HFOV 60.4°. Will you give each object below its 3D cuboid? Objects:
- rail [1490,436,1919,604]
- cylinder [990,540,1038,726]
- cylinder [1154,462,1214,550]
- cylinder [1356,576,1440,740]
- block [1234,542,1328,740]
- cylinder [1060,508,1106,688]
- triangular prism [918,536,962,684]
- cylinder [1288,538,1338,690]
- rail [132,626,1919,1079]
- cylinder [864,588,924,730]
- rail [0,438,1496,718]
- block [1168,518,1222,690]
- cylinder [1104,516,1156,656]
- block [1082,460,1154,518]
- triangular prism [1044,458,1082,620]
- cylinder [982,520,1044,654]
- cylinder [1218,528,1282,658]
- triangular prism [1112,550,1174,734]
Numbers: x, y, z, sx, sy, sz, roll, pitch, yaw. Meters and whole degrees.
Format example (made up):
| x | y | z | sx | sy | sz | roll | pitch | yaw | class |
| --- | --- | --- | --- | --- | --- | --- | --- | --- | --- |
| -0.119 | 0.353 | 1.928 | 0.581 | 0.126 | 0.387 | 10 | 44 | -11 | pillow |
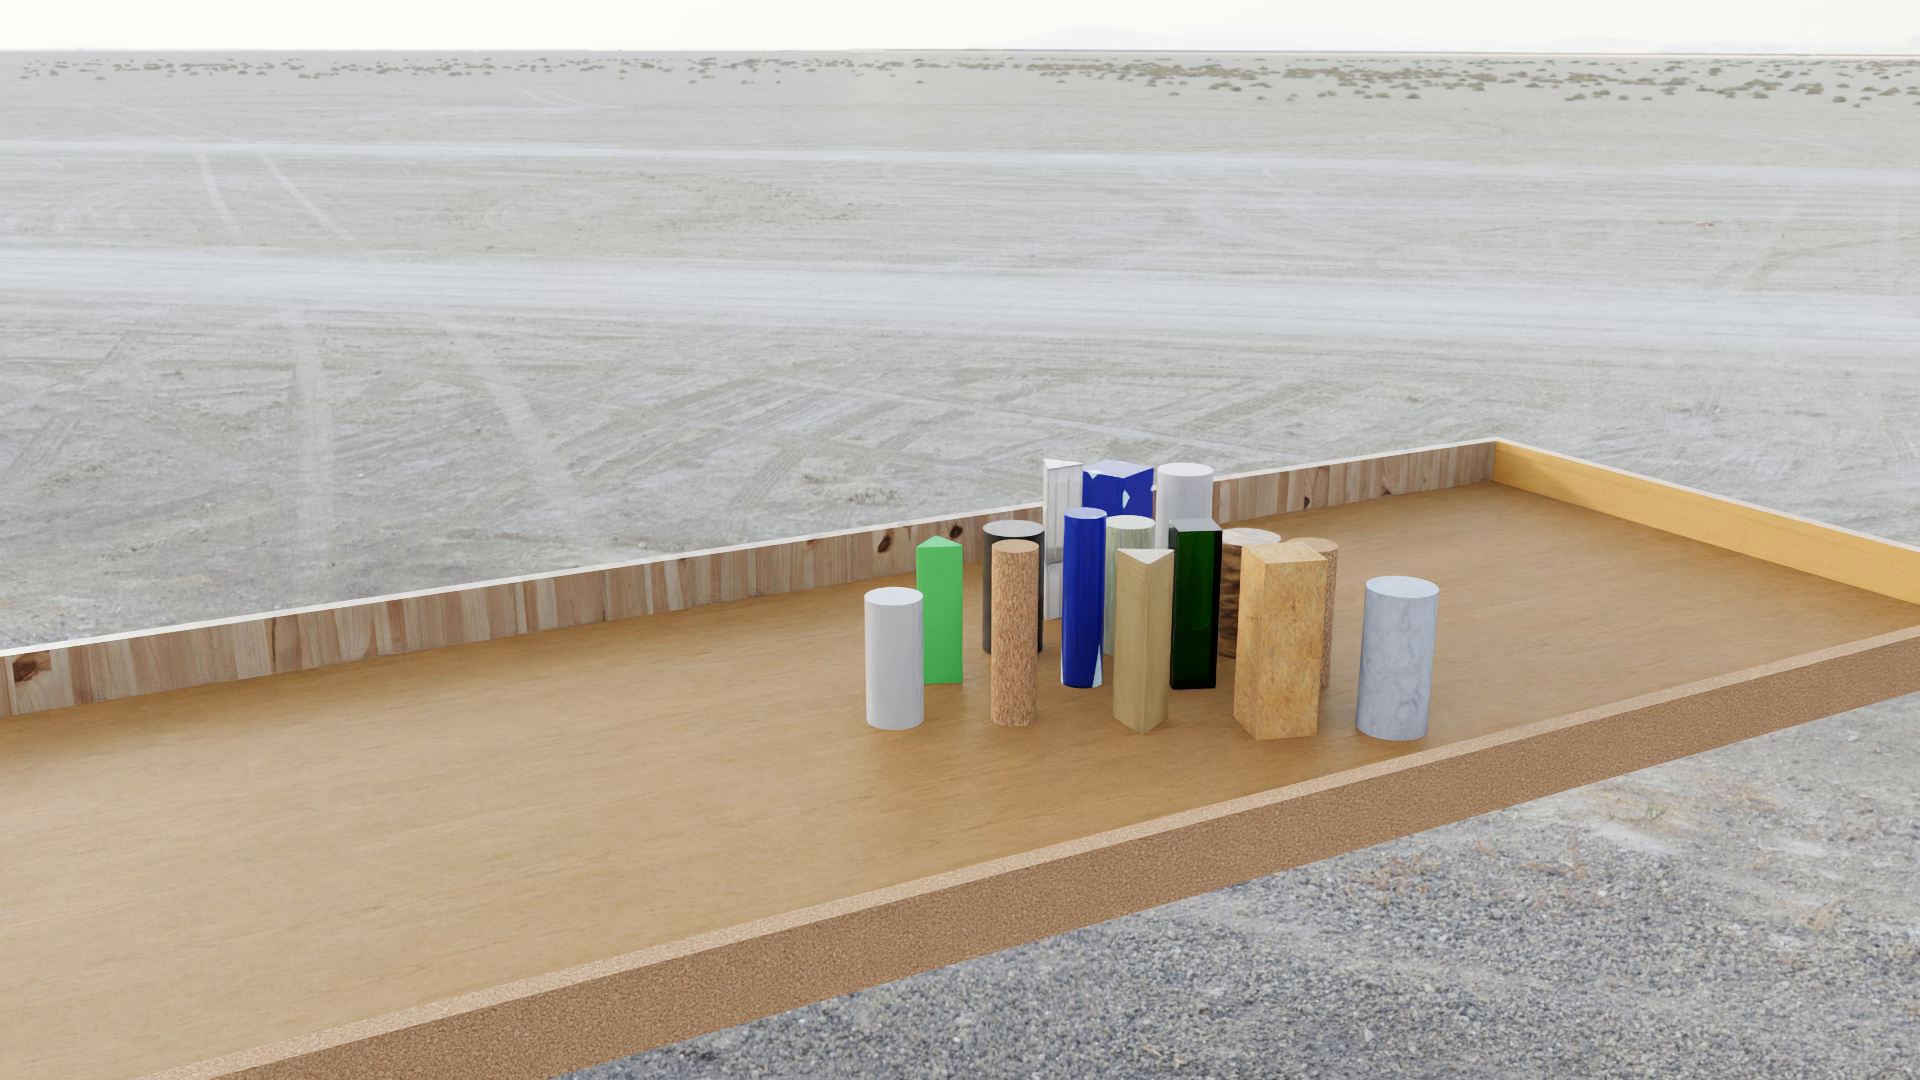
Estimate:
| x | y | z | sx | sy | sz | roll | pitch | yaw | class |
| --- | --- | --- | --- | --- | --- | --- | --- | --- | --- |
| 2.466 | -0.048 | 5.253 | 0.050 | 0.150 | 2.100 | -9 | 18 | -27 | rail |
| 0.128 | 0.218 | 3.858 | 0.109 | 0.426 | 0.109 | 0 | 16 | 0 | cylinder |
| 0.614 | 0.012 | 4.555 | 0.153 | 0.427 | 0.153 | 0 | 16 | 0 | cylinder |
| 1.010 | 0.272 | 3.815 | 0.163 | 0.346 | 0.163 | 0 | 16 | 0 | cylinder |
| 0.738 | 0.232 | 3.812 | 0.148 | 0.425 | 0.148 | -3 | 17 | -10 | block |
| 0.306 | 0.144 | 4.087 | 0.105 | 0.438 | 0.105 | 0 | 16 | 0 | cylinder |
| -0.055 | 0.173 | 4.131 | 0.112 | 0.357 | 0.097 | -2 | 16 | -6 | triangular prism |
| 0.863 | 0.184 | 4.094 | 0.127 | 0.359 | 0.127 | 0 | 16 | 0 | cylinder |
| -2.336 | 1.006 | 1.665 | 12.000 | 0.150 | 0.050 | -9 | 18 | -27 | rail |
| -0.154 | 0.277 | 3.869 | 0.137 | 0.306 | 0.137 | 0 | 16 | 0 | cylinder |
| -3.305 | 0.497 | 3.399 | 12.000 | 0.150 | 0.050 | -9 | 18 | -27 | rail |
| 0.576 | 0.159 | 4.088 | 0.108 | 0.409 | 0.108 | -2 | 16 | -6 | block |
| 0.438 | 0.121 | 4.324 | 0.135 | 0.349 | 0.135 | 0 | 16 | 0 | cylinder |
| 0.449 | -0.033 | 4.824 | 0.162 | 0.363 | 0.162 | 12 | 20 | 36 | block |
| 0.262 | -0.006 | 4.606 | 0.116 | 0.434 | 0.101 | -10 | 19 | -31 | triangular prism |
| 0.140 | 0.127 | 4.338 | 0.162 | 0.329 | 0.162 | 0 | 16 | 0 | cylinder |
| 0.749 | 0.140 | 4.332 | 0.170 | 0.308 | 0.170 | 0 | 16 | 0 | cylinder |
| 0.411 | 0.228 | 3.843 | 0.112 | 0.414 | 0.130 | 11 | 19 | 32 | triangular prism |
